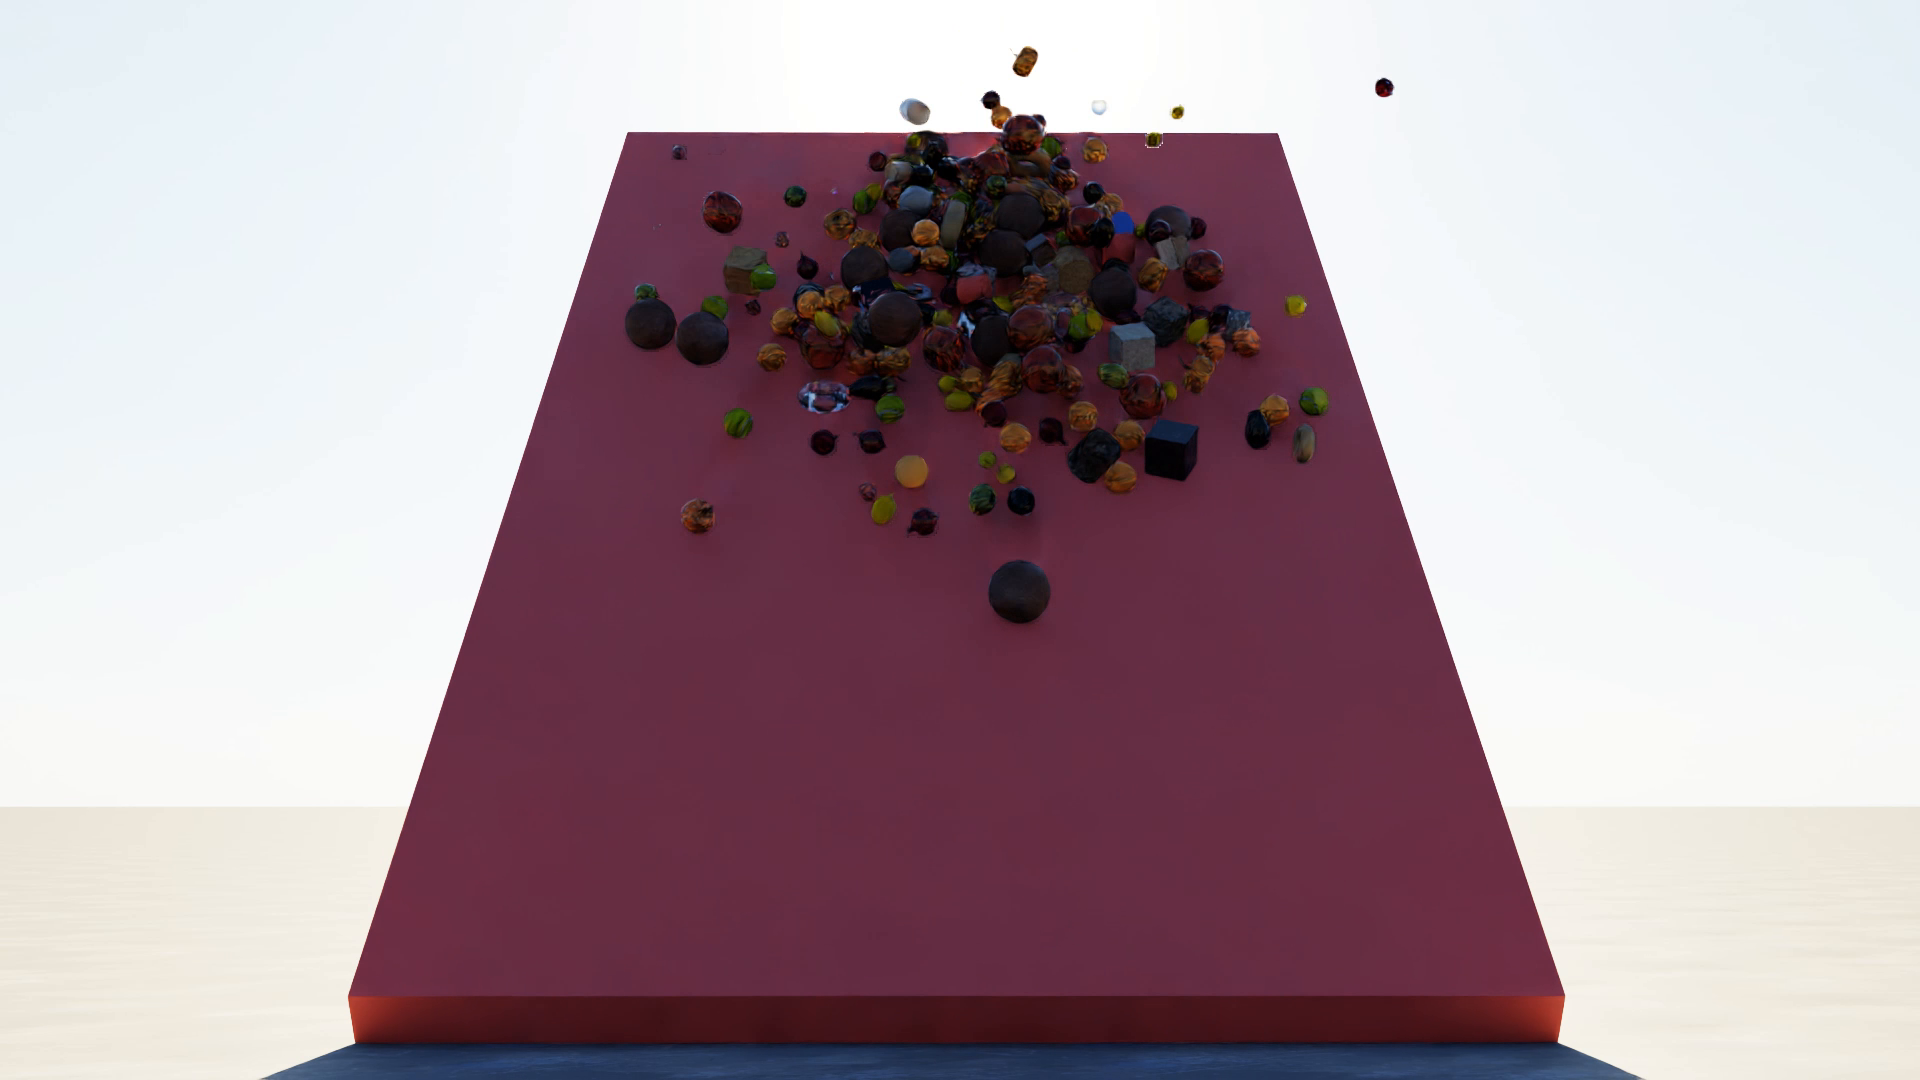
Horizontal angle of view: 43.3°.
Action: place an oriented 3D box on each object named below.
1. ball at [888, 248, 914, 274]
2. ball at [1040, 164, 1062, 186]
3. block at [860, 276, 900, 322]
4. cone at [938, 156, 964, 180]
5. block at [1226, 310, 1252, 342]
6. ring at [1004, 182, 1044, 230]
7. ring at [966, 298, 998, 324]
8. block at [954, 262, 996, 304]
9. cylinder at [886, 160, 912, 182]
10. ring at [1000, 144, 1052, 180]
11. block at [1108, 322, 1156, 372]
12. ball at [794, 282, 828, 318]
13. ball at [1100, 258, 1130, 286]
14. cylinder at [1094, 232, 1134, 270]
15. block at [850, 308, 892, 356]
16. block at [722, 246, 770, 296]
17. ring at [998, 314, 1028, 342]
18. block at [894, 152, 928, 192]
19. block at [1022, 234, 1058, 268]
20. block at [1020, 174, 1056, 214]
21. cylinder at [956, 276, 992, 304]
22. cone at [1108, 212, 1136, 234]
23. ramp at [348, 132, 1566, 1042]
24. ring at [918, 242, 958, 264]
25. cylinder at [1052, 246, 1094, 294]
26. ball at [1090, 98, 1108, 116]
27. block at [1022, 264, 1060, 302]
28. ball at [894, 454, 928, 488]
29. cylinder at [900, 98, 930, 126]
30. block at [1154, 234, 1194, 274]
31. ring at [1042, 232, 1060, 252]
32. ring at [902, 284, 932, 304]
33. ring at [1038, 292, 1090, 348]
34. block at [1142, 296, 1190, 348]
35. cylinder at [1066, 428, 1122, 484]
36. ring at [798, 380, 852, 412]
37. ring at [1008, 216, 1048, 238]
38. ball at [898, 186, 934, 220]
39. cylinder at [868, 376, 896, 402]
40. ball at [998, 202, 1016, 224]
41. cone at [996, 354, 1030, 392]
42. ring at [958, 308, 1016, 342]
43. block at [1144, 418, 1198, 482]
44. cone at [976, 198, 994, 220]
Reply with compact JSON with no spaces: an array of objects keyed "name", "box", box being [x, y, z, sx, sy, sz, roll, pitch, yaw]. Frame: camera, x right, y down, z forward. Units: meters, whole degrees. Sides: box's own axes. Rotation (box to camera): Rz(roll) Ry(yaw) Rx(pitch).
[{"name":"ball","box":[-0.149,-0.705,6.106,0.068,0.068,0.068,0,-6,0]},{"name":"ball","box":[0.263,-1.057,7.000,0.064,0.064,0.064,0,-6,0]},{"name":"block","box":[-0.208,-0.611,6.198,0.082,0.082,0.082,-14,-32,-12]},{"name":"cone","box":[-0.038,-1.087,7.105,0.073,0.073,0.073,6,-11,-42]},{"name":"block","box":[0.710,-0.546,6.152,0.058,0.058,0.058,6,30,9]},{"name":"ring","box":[0.177,-0.915,6.620,0.049,0.148,0.148,-37,-5,-4]},{"name":"ring","box":[0.054,-0.570,6.027,0.081,0.081,0.027,-1,-42,12]},{"name":"block","box":[0.039,-0.668,6.331,0.083,0.083,0.083,15,32,19]},{"name":"cylinder","box":[-0.164,-0.979,6.421,0.051,0.051,0.051,-17,5,-34]},{"name":"ring","box":[0.189,-1.079,6.915,0.147,0.049,0.147,4,-25,2]},{"name":"block","box":[0.428,-0.479,6.006,0.086,0.086,0.086,-10,32,-17]},{"name":"ball","box":[-0.385,-0.620,6.240,0.091,0.091,0.091,0,-6,0]},{"name":"ball","box":[0.412,-0.713,6.421,0.075,0.075,0.075,0,-6,0]},{"name":"cylinder","box":[0.417,-0.781,6.517,0.087,0.087,0.087,-11,-4,-9]},{"name":"block","box":[-0.222,-0.522,6.059,0.077,0.077,0.077,-9,-34,-19]},{"name":"block","box":[-0.564,-0.710,6.377,0.088,0.088,0.088,10,-43,16]},{"name":"ring","box":[0.117,-0.540,6.152,0.115,0.038,0.115,-5,33,3]},{"name":"block","box":[-0.139,-1.029,6.776,0.073,0.073,0.073,-24,-29,-19]},{"name":"block","box":[0.206,-0.743,6.212,0.057,0.057,0.057,-33,29,-1]},{"name":"block","box":[0.210,-0.977,6.834,0.072,0.072,0.072,10,29,-41]},{"name":"cylinder","box":[0.037,-0.645,6.227,0.071,0.071,0.071,5,-3,28]},{"name":"cone","box":[0.469,-0.868,6.720,0.083,0.083,0.083,-4,-3,36]},{"name":"ramp","box":[-0.013,-0.209,5.723,2.000,0.100,4.000,0,30,0]},{"name":"ring","box":[-0.057,-0.778,6.536,0.110,0.037,0.110,9,24,-4]},{"name":"cylinder","box":[0.299,-0.717,6.405,0.098,0.098,0.098,1,29,-13]},{"name":"ball","box":[0.427,-1.329,7.419,0.053,0.053,0.053,0,-6,0]},{"name":"block","box":[0.212,-0.681,6.370,0.071,0.071,0.071,-17,34,-27]},{"name":"ball","box":[-0.110,-0.155,5.451,0.077,0.077,0.077,0,-6,0]},{"name":"cylinder","box":[-0.127,-1.212,6.836,0.072,0.072,0.072,2,17,-19]},{"name":"block","box":[0.569,-0.763,6.450,0.081,0.081,0.081,-17,2,1]},{"name":"ring","box":[0.250,-0.780,6.514,0.037,0.110,0.110,-29,-8,1]},{"name":"ring","box":[-0.113,-0.645,6.346,0.084,0.028,0.084,1,33,-1]},{"name":"ring","box":[0.263,-0.555,6.103,0.144,0.144,0.048,2,-8,-20]},{"name":"block","box":[0.517,-0.552,6.117,0.082,0.082,0.082,37,44,24]},{"name":"cylinder","box":[0.296,-0.186,5.332,0.087,0.087,0.087,5,-36,-38]},{"name":"ring","box":[-0.326,-0.346,5.815,0.131,0.044,0.131,0,29,0]},{"name":"ring","box":[0.190,-0.875,6.738,0.114,0.038,0.114,1,30,0]},{"name":"ball","box":[-0.121,-0.926,6.645,0.095,0.095,0.095,0,-6,0]},{"name":"cylinder","box":[-0.189,-0.366,5.841,0.052,0.052,0.052,-17,3,-29]},{"name":"ball","box":[0.138,-0.921,6.791,0.063,0.063,0.063,0,-6,0]},{"name":"cone","box":[0.150,-0.408,5.927,0.093,0.093,0.093,-4,-1,33]},{"name":"ring","box":[0.067,-0.543,6.075,0.150,0.050,0.150,4,29,-2]},{"name":"block","box":[0.483,-0.206,5.525,0.096,0.096,0.096,12,32,19]},{"name":"cone","box":[0.055,-0.883,6.513,0.056,0.056,0.056,31,14,-9]}]
